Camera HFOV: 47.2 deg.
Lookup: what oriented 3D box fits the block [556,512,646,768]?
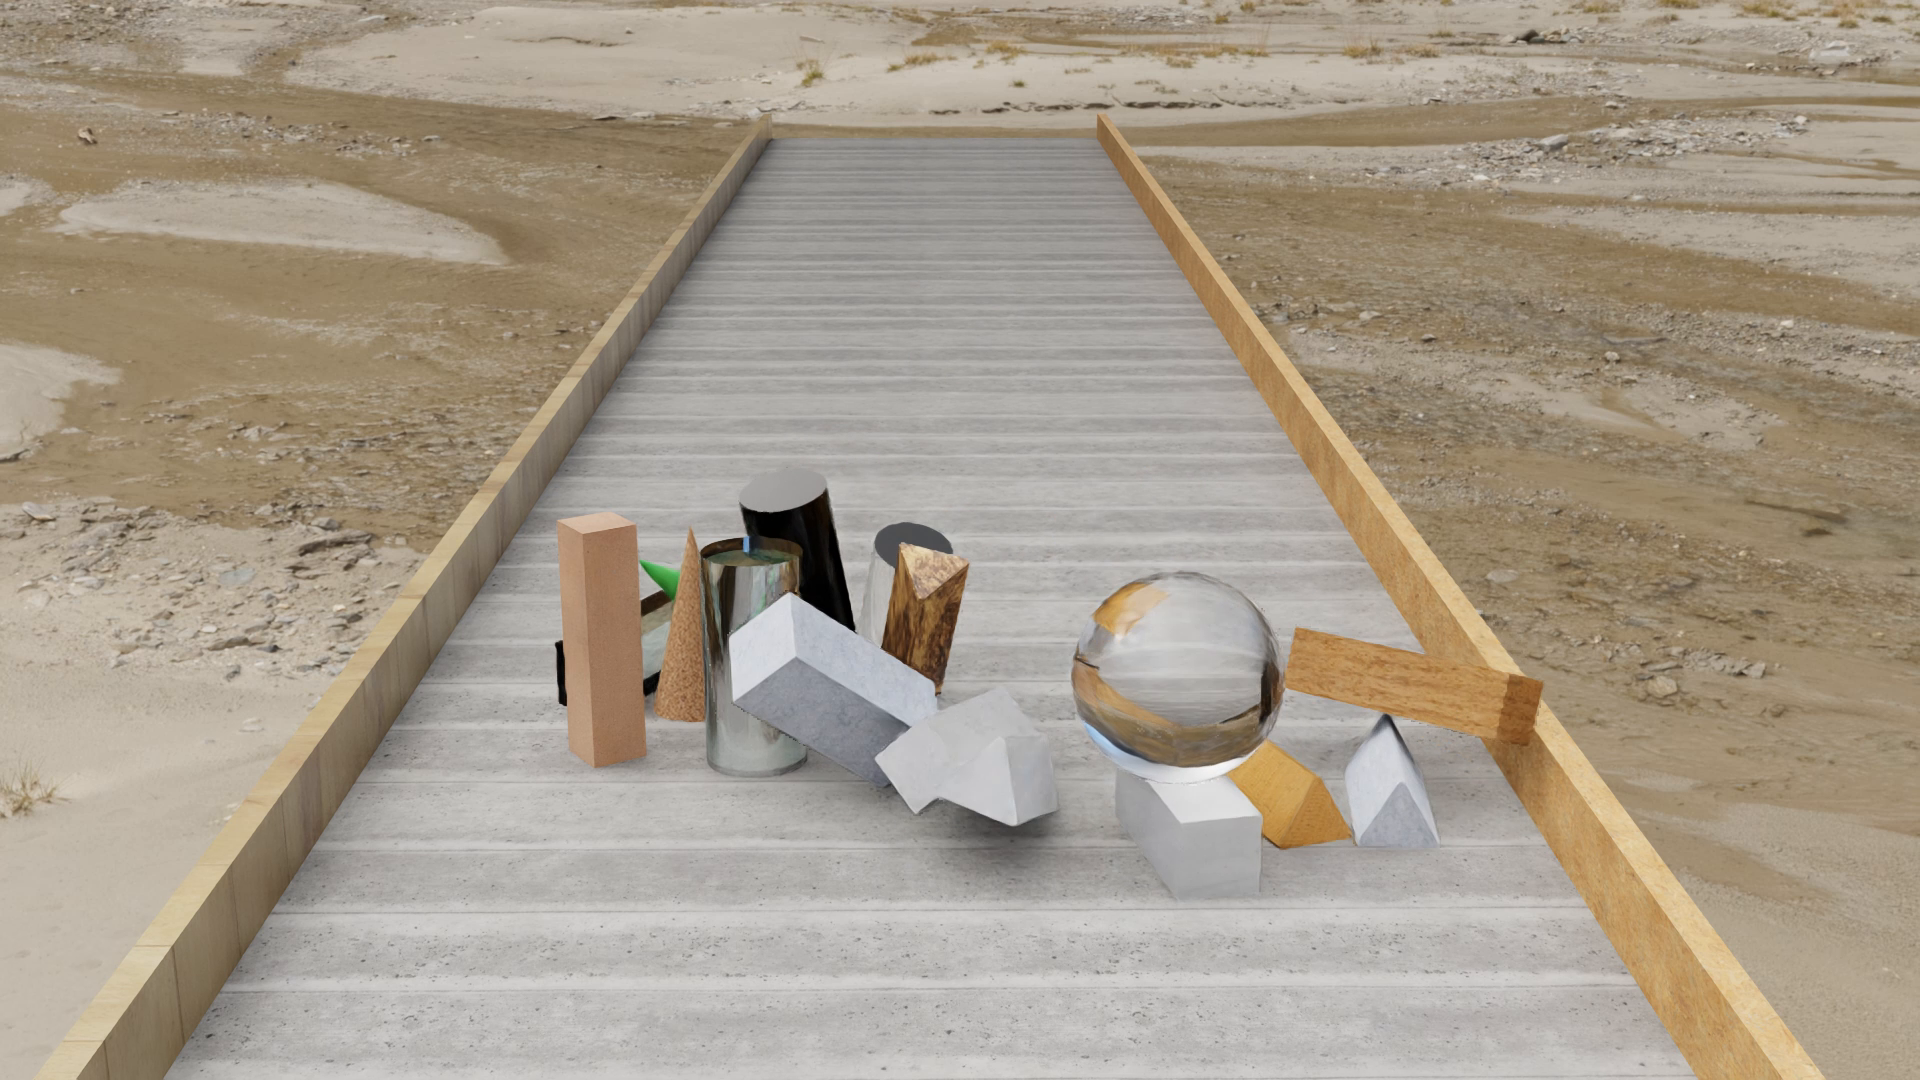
[{"bbox_3d":[-0.631,0.176,3.881,0.103,0.431,0.103,-11,20,-33],"label":"block"}]

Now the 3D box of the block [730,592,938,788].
[{"bbox_3d":[-0.207,0.256,3.707,0.353,0.144,0.144,35,31,-36],"label":"block"}]

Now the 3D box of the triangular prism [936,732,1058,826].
[{"bbox_3d":[0.083,0.363,3.490,0.132,0.114,0.434,21,0,11],"label":"triangular prism"}]

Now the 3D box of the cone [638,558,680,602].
[{"bbox_3d":[-0.494,0.115,4.193,0.164,0.164,0.385,17,-15,45],"label":"cone"}]

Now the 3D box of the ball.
[{"bbox_3d":[0.342,0.216,3.454,0.335,0.335,0.335,0,17,0],"label":"ball"}]

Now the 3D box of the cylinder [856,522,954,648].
[{"bbox_3d":[-0.112,0.135,4.167,0.148,0.312,0.148,8,38,-6],"label":"cylinder"}]

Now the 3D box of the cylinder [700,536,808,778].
[{"bbox_3d":[-0.361,0.205,3.862,0.178,0.386,0.178,0,17,0],"label":"cylinder"}]

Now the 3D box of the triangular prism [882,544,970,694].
[{"bbox_3d":[-0.090,0.160,3.943,0.106,0.411,0.122,39,57,19],"label":"triangular prism"}]

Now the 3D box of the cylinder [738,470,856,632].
[{"bbox_3d":[-0.286,0.104,4.047,0.161,0.446,0.161,-7,28,4],"label":"cylinder"}]

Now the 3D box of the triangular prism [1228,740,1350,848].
[{"bbox_3d":[0.516,0.391,3.700,0.132,0.114,0.336,-7,18,-20],"label":"triangular prism"}]

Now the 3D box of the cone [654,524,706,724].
[{"bbox_3d":[-0.497,0.142,4.110,0.166,0.363,0.166,0,17,0],"label":"cone"}]

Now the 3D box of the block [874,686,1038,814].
[{"bbox_3d":[0.002,0.341,3.622,0.111,0.111,0.378,-40,-10,18],"label":"block"}]

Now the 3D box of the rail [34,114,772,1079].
[{"bbox_3d":[-1.118,-0.838,7.780,0.050,0.150,12.000,0,17,-1],"label":"rail"}]

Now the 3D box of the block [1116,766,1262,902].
[{"bbox_3d":[0.361,0.440,3.518,0.131,0.131,0.337,-4,17,-12],"label":"block"}]

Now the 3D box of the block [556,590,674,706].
[{"bbox_3d":[-0.619,0.210,4.305,0.123,0.123,0.397,8,18,25],"label":"block"}]

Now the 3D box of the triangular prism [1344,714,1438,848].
[{"bbox_3d":[0.723,0.398,3.679,0.131,0.114,0.307,2,17,6],"label":"triangular prism"}]

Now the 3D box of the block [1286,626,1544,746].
[{"bbox_3d":[0.769,0.248,3.767,0.433,0.110,0.110,12,-2,45],"label":"block"}]

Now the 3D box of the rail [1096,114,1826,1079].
[{"bbox_3d":[0.932,-0.844,7.801,0.050,0.150,12.000,0,17,-1],"label":"rail"}]
